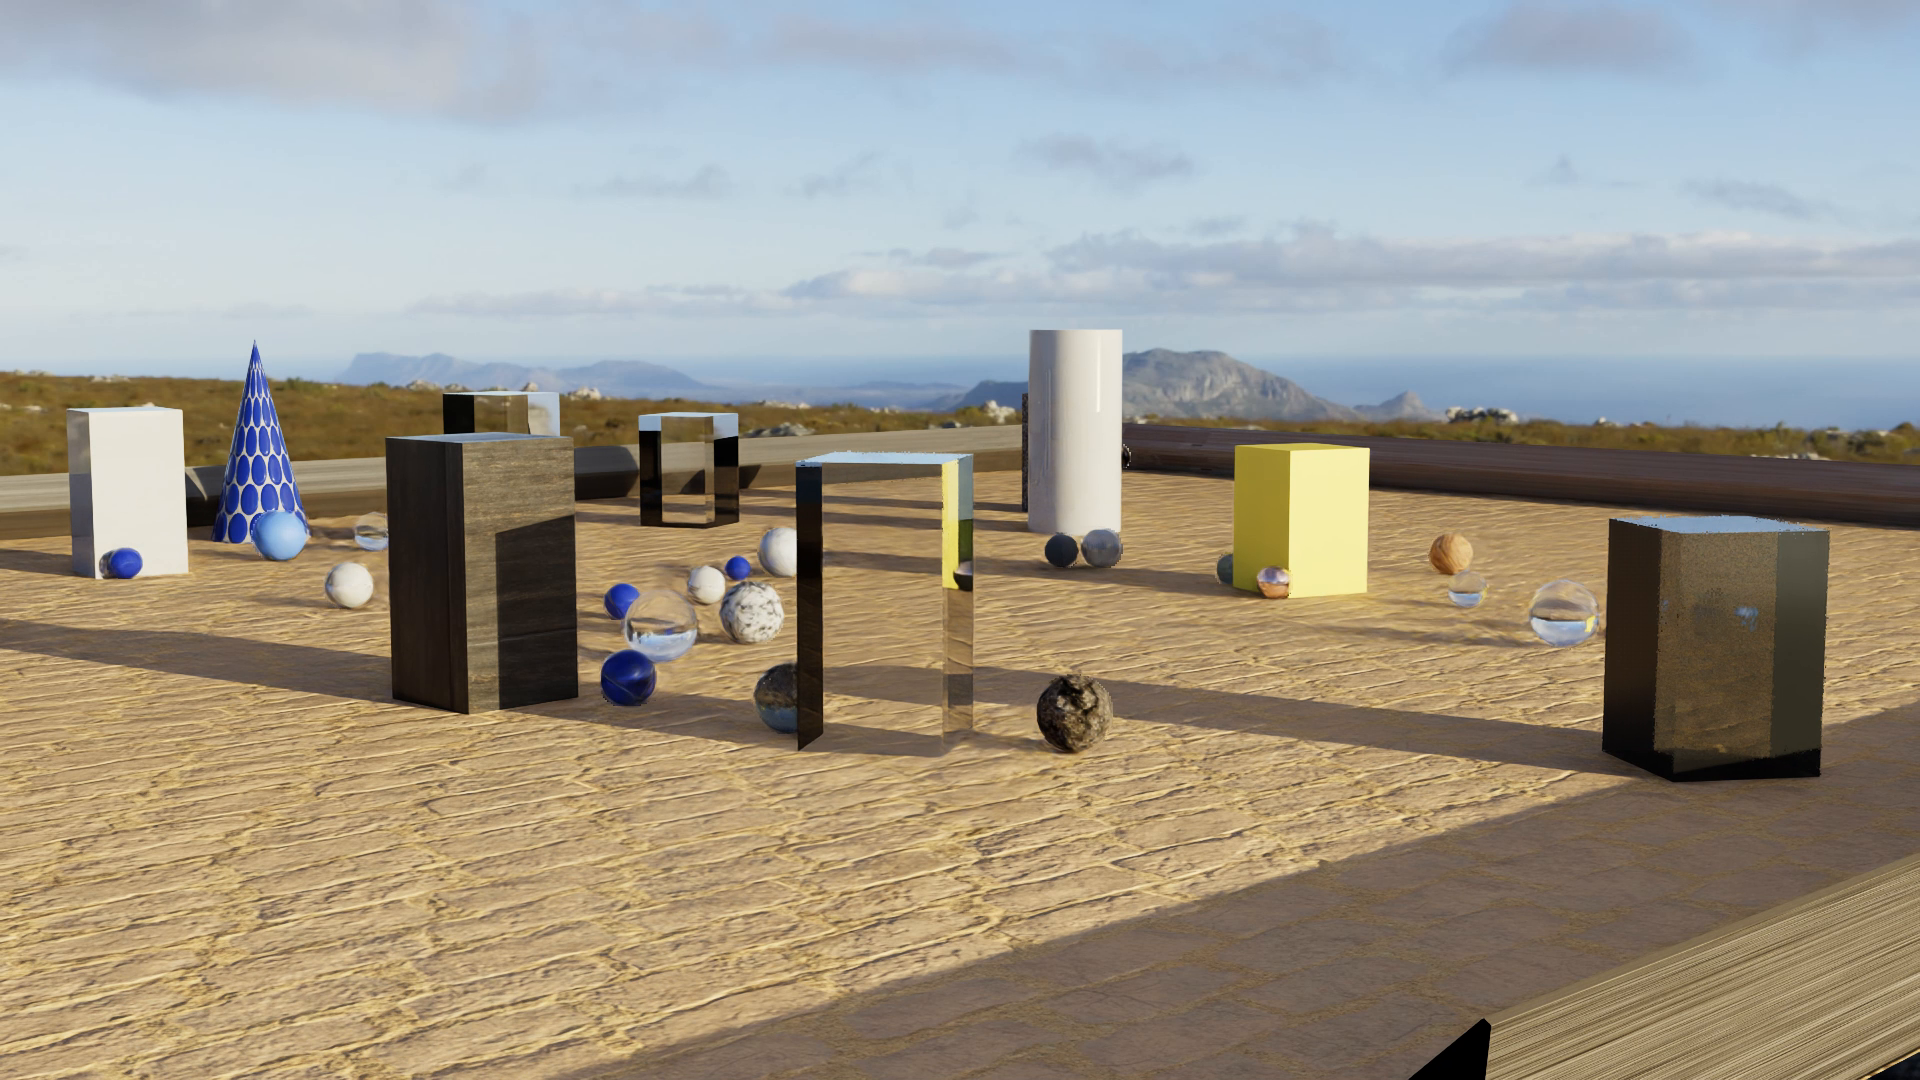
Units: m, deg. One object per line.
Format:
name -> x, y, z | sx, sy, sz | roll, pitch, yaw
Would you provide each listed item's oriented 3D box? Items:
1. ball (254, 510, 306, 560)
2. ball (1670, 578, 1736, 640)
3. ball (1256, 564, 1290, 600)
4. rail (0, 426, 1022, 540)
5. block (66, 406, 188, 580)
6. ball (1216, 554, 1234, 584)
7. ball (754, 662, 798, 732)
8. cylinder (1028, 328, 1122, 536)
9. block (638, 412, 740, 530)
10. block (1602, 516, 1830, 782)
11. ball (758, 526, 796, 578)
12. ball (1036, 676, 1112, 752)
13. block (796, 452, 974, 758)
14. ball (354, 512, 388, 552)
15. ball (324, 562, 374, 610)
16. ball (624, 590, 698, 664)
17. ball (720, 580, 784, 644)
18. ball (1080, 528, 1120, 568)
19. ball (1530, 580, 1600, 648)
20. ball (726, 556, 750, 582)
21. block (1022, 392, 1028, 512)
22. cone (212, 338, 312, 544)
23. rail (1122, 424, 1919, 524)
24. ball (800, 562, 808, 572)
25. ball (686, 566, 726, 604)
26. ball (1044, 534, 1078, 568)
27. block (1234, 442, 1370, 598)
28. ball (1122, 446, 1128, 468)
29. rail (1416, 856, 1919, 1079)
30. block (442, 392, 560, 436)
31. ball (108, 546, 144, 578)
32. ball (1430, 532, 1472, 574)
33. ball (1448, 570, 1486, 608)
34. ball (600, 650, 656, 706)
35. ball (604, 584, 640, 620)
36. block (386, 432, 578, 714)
ball -> -1.194, -0.007, 3.862 | 0.089, 0.089, 0.089 | 0, 6, 0
ball -> 0.994, 0.092, 2.942 | 0.085, 0.085, 0.085 | 0, 6, 0
ball -> 0.479, 0.064, 3.359 | 0.052, 0.052, 0.052 | 0, 6, 0
rail -> -1.261, -0.113, 4.691 | 4.462, 0.121, 0.045 | -6, 8, -42
block -> -1.400, -0.083, 3.695 | 0.149, 0.273, 0.149 | -4, 7, -35
ball -> 0.434, 0.046, 3.526 | 0.047, 0.047, 0.047 | 0, 6, 0
ball -> -0.179, 0.165, 2.306 | 0.074, 0.074, 0.074 | 0, 6, 0
cylinder -> 0.229, -0.218, 4.372 | 0.186, 0.400, 0.186 | 0, 6, 0
block -> -0.554, -0.144, 4.502 | 0.149, 0.225, 0.149 | 2, 6, 21
block -> 0.731, 0.102, 2.138 | 0.149, 0.235, 0.149 | -1, 6, -9
ball -> -0.291, 0.020, 3.626 | 0.083, 0.083, 0.083 | 0, 6, 0
ball -> 0.114, 0.175, 2.207 | 0.076, 0.076, 0.076 | 0, 6, 0
block -> -0.075, 0.061, 2.251 | 0.149, 0.292, 0.149 | 1, 6, 12
ball -> -1.068, -0.015, 4.008 | 0.072, 0.072, 0.072 | 0, 6, 0
ball -> -0.902, 0.067, 3.248 | 0.070, 0.070, 0.070 | 0, 6, 0
ball -> -0.375, 0.108, 2.752 | 0.093, 0.093, 0.093 | 0, 6, 0
ball -> -0.276, 0.096, 2.912 | 0.084, 0.084, 0.084 | 0, 6, 0
ball -> 0.240, 0.014, 3.764 | 0.067, 0.067, 0.067 | 0, 6, 0
ball -> 0.790, 0.097, 2.874 | 0.089, 0.089, 0.089 | 0, 6, 0
ball -> -0.361, 0.047, 3.577 | 0.041, 0.041, 0.041 | 0, 6, 0
block -> 0.240, -0.191, 4.792 | 0.149, 0.258, 0.149 | 5, 8, 41
cone -> -1.347, -0.195, 4.221 | 0.186, 0.385, 0.186 | 0, 6, 0
rail -> 1.622, -0.126, 4.821 | 0.045, 0.121, 3.766 | -6, 8, -42
ball -> -0.278, 0.032, 3.688 | 0.047, 0.047, 0.047 | 0, 6, 0
ball -> -0.380, 0.068, 3.293 | 0.058, 0.058, 0.058 | 0, 6, 0
ball -> 0.174, 0.018, 3.765 | 0.057, 0.057, 0.057 | 0, 6, 0
block -> 0.535, -0.034, 3.459 | 0.149, 0.226, 0.149 | -3, 7, -27
ball -> 0.429, -0.228, 6.041 | 0.068, 0.068, 0.068 | 0, 6, 0
rail -> 1.261, 0.176, 1.973 | 4.462, 0.121, 0.045 | -6, 8, -42
block -> -0.847, -0.129, 4.073 | 0.149, 0.286, 0.149 | 4, 7, 31
ball -> -1.368, 0.038, 3.606 | 0.053, 0.053, 0.053 | 0, 6, 0
ball -> 0.818, 0.023, 3.664 | 0.070, 0.070, 0.070 | 0, 6, 0
ball -> 0.751, 0.073, 3.257 | 0.056, 0.056, 0.056 | 0, 6, 0
ball -> -0.371, 0.154, 2.463 | 0.063, 0.063, 0.063 | 0, 6, 0
ball -> -0.481, 0.088, 3.138 | 0.052, 0.052, 0.052 | 0, 6, 0
block -> -0.542, 0.032, 2.495 | 0.149, 0.298, 0.149 | 6, 8, 42
